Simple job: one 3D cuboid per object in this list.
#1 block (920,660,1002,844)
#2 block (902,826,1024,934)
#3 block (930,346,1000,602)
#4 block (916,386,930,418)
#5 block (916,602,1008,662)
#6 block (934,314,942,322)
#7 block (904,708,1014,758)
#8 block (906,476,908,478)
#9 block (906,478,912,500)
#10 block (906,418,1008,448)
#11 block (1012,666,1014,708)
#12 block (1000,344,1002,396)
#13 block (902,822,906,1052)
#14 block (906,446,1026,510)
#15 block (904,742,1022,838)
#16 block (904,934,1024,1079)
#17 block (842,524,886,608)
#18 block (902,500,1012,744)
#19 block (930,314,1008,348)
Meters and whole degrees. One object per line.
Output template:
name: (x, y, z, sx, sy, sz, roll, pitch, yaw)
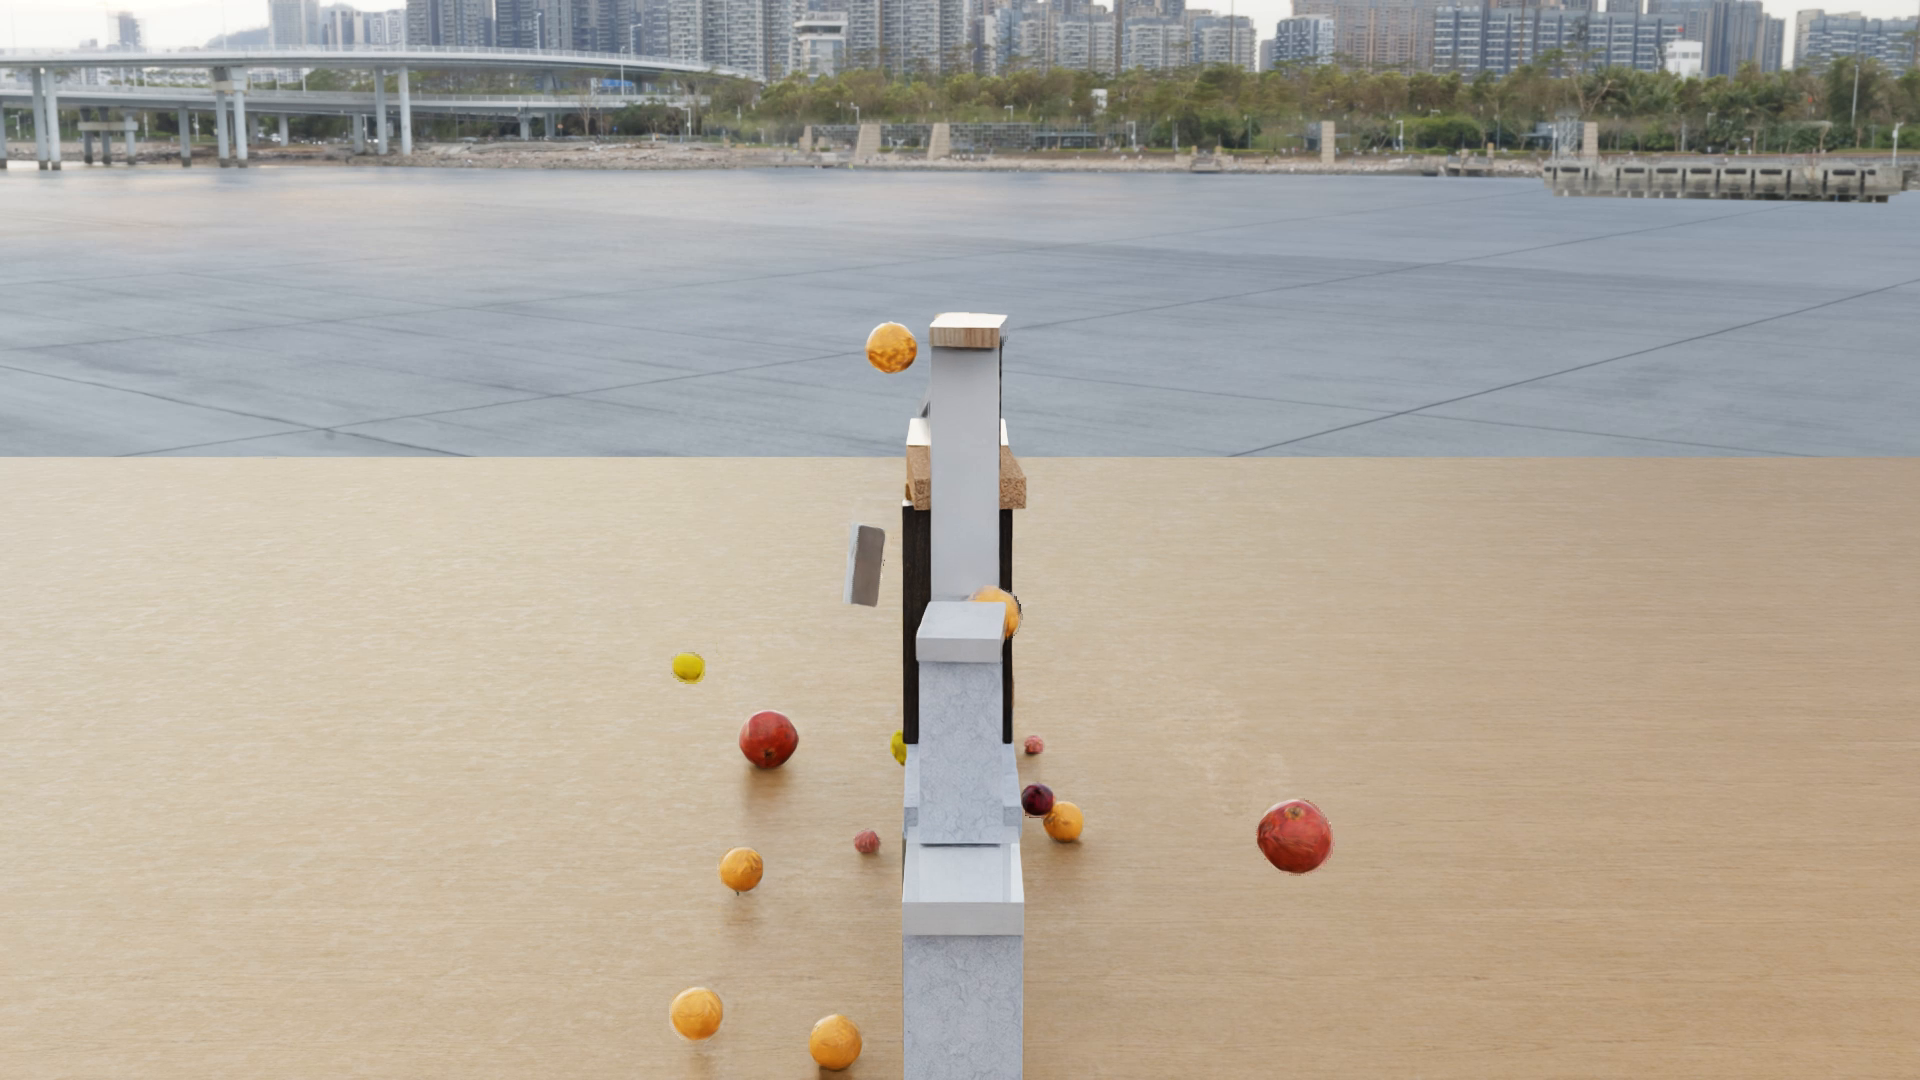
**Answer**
block: (0.001, 0.273, 2.870, 0.108, 0.243, 0.031, 0, 0, 0)
block: (0.004, 0.431, 2.802, 0.147, 0.042, 0.294, 0, 11, 0)
block: (0.007, -0.076, 3.124, 0.097, 0.407, 0.027, 0, 2, -4)
block: (-0.018, -0.258, 3.788, 0.070, 0.020, 0.140, 1, -34, -24)
block: (0.005, 0.121, 2.931, 0.108, 0.031, 0.217, 1, 11, 3)
block: (0.004, -0.336, 3.438, 0.086, 0.024, 0.172, 0, 9, -1)
block: (-0.001, 0.427, 3.588, 0.175, 0.349, 0.049, 0, 11, 0)
block: (-0.005, 0.043, 3.550, 0.161, 0.321, 0.046, 0, 11, 0)
block: (-0.004, 0.064, 3.440, 0.160, 0.319, 0.045, 0, 11, 0)
block: (-0.004, -0.156, 3.620, 0.161, 0.046, 0.321, 0, 11, 0)
block: (-0.001, 0.210, 3.666, 0.175, 0.049, 0.349, 0, 11, 0)
block: (0.011, -0.202, 3.215, 0.097, 0.193, 0.027, 1, 11, -1)
block: (0.000, 0.547, 3.032, 0.158, 0.317, 0.045, 0, 11, 0)
block: (0.006, -0.095, 3.300, 0.160, 0.045, 0.320, -1, 11, -3)
block: (0.002, 0.350, 3.103, 0.158, 0.045, 0.317, 0, 11, -1)
block: (0.004, 0.614, 2.736, 0.147, 0.294, 0.042, 0, 11, 0)
block: (-0.168, 0.045, 3.858, 0.020, 0.139, 0.069, 2, -5, 40)
block: (-0.004, 0.121, 3.235, 0.160, 0.356, 0.045, 0, 10, 0)
block: (0.014, -0.299, 3.134, 0.097, 0.027, 0.193, 1, 11, 5)
